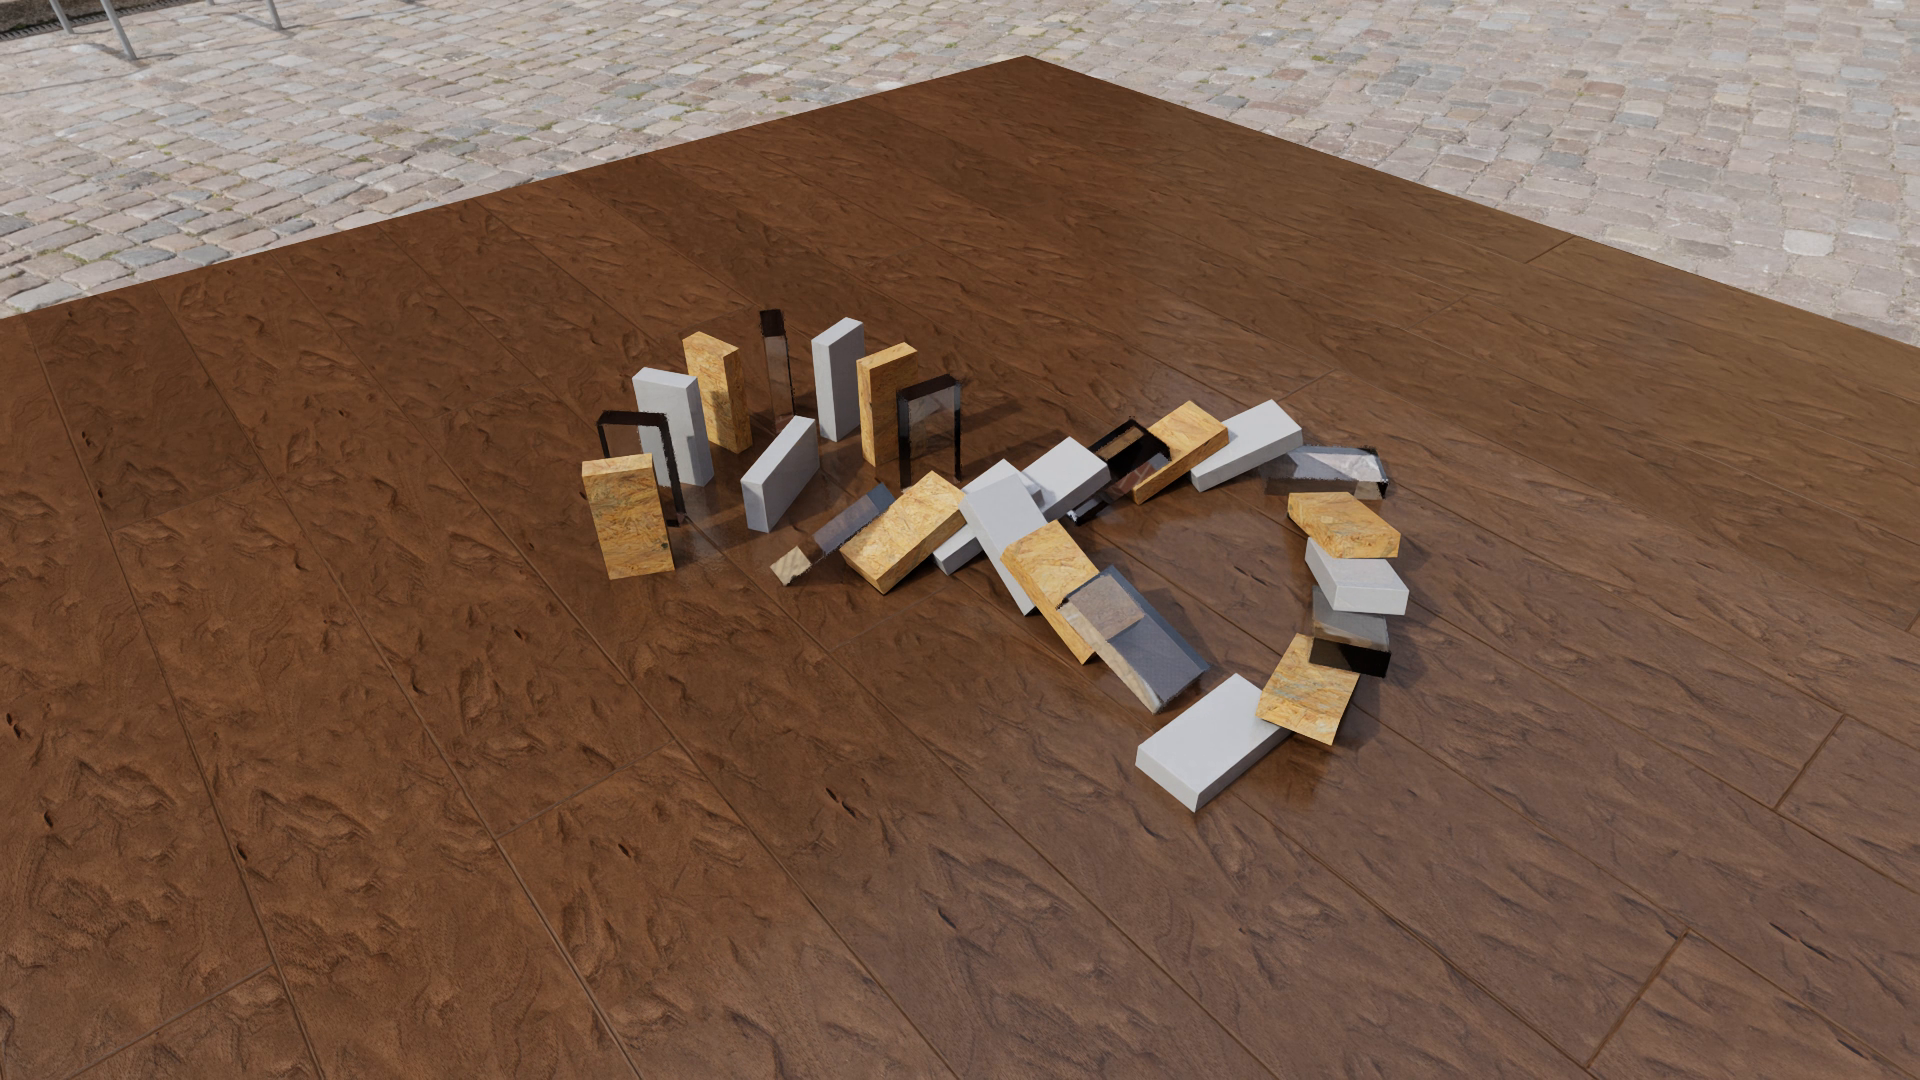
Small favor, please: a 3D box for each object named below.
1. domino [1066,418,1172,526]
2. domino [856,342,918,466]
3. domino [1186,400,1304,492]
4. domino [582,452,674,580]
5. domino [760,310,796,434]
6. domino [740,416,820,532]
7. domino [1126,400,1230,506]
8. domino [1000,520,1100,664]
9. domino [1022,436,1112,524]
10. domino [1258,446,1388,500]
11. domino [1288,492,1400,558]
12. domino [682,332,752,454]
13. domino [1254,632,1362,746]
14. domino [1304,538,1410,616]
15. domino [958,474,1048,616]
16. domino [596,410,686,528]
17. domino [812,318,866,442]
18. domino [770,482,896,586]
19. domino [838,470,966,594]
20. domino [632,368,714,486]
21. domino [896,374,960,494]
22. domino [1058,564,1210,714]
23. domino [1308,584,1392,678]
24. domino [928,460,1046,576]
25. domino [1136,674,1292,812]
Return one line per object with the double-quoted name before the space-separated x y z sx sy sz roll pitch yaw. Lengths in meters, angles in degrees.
"domino" 0.062 -0.029 0.467 0.050 0.009 0.025 -34 48 -10
"domino" -0.031 -0.059 0.484 0.025 0.050 0.010 -27 46 -29
"domino" 0.121 -0.042 0.483 0.050 0.010 0.025 -25 42 -2
"domino" -0.127 -0.009 0.422 0.025 0.050 0.009 -9 40 -10
"domino" -0.084 -0.077 0.506 0.010 0.050 0.025 -8 40 -10
"domino" -0.075 -0.028 0.466 0.009 0.025 0.050 13 41 15
"domino" 0.089 -0.038 0.478 0.050 0.009 0.025 -34 47 -10
"domino" 0.040 0.019 0.406 0.025 0.010 0.050 -28 71 -30
"domino" 0.035 -0.020 0.456 0.050 0.010 0.025 -36 49 -12
"domino" 0.158 -0.030 0.480 0.050 0.010 0.025 3 39 3
"domino" 0.152 -0.007 0.439 0.025 0.009 0.050 -1 21 -4
"domino" -0.108 -0.065 0.491 0.025 0.050 0.010 25 46 28
"domino" 0.120 0.049 0.372 0.025 0.009 0.050 20 27 23
"domino" 0.149 0.013 0.415 0.025 0.009 0.050 4 21 4
"domino" 0.023 0.001 0.422 0.025 0.010 0.050 -25 77 -27
"domino" -0.129 -0.028 0.446 0.025 0.050 0.009 3 39 4
"domino" -0.054 -0.073 0.500 0.010 0.050 0.025 22 44 25
"domino" -0.050 -0.003 0.435 0.009 0.025 0.050 53 51 -5
"domino" -0.020 -0.004 0.435 0.050 0.010 0.025 -41 50 -15
"domino" -0.122 -0.048 0.470 0.025 0.050 0.010 12 41 14
"domino" -0.013 -0.043 0.464 0.025 0.050 0.009 -23 45 -25
"domino" 0.061 0.034 0.388 0.025 0.010 0.050 -31 68 -32
"domino" 0.138 0.032 0.392 0.025 0.009 0.050 11 22 13
"domino" 0.007 -0.010 0.444 0.050 0.010 0.025 -36 49 -13
"domino" 0.085 0.066 0.363 0.050 0.010 0.025 -29 47 -30
